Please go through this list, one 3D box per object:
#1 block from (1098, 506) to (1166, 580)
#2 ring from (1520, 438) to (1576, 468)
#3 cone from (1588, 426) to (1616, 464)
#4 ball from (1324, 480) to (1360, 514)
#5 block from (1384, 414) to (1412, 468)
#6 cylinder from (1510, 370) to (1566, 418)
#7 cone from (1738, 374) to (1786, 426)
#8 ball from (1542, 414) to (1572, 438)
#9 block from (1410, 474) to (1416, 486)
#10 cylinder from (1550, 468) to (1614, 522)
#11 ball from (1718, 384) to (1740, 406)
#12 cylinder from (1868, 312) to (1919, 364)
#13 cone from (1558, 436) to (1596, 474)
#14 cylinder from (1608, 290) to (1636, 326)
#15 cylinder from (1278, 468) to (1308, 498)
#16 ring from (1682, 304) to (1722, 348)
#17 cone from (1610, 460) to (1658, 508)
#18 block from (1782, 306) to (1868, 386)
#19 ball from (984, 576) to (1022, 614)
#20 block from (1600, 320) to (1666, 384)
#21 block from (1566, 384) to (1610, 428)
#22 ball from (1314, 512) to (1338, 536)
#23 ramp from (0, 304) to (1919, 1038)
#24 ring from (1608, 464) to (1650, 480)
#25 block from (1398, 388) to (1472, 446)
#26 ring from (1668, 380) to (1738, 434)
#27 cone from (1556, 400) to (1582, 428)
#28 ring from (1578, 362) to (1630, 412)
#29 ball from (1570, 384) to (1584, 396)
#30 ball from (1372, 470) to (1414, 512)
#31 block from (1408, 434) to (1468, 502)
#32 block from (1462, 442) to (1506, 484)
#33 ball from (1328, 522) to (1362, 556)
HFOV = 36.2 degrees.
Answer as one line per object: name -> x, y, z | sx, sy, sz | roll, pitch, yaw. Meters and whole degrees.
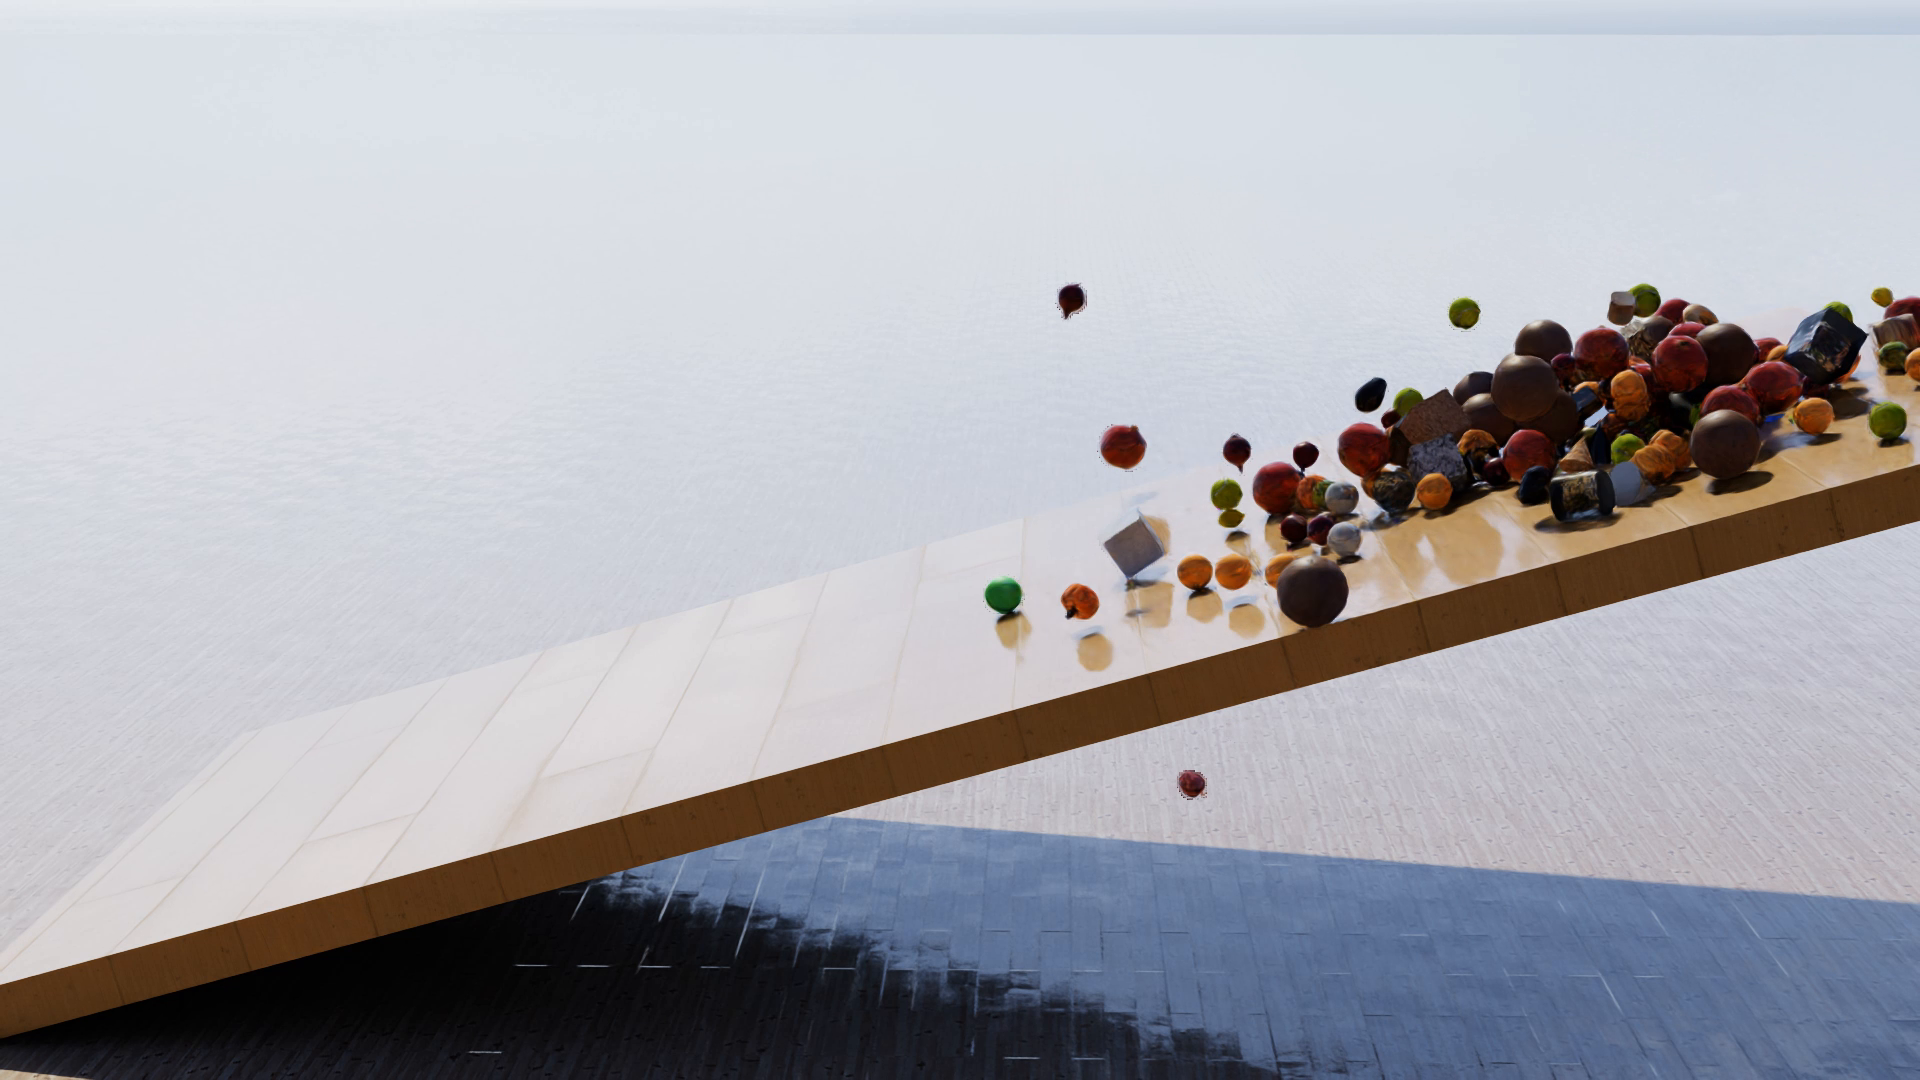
block -> 0.362, 0.005, 6.197 | 0.096, 0.096, 0.096 | -35, 15, 8
ring -> 1.226, -0.183, 6.132 | 0.119, 0.040, 0.119 | -15, 9, 3
cone -> 1.294, -0.199, 5.955 | 0.074, 0.074, 0.074 | -1, 12, 0
ball -> 0.805, -0.089, 6.195 | 0.072, 0.072, 0.072 | 0, 10, 0
block -> 0.983, -0.211, 6.411 | 0.081, 0.081, 0.081 | 24, 30, 15
cylinder -> 1.294, -0.327, 6.591 | 0.087, 0.087, 0.087 | -9, -6, -41
cone -> 1.609, -0.291, 5.941 | 0.096, 0.096, 0.096 | -16, 9, 3
ball -> 1.278, -0.239, 6.292 | 0.063, 0.063, 0.063 | 0, 10, 0
block -> 0.997, -0.149, 6.265 | 0.056, 0.056, 0.056 | -20, 10, -23
cylinder -> 1.165, -0.083, 5.510 | 0.090, 0.090, 0.090 | -9, 3, 37
ball -> 1.579, -0.290, 6.079 | 0.065, 0.065, 0.065 | 0, 10, 0
cylinder -> 1.953, -0.422, 6.146 | 0.087, 0.087, 0.087 | -15, 9, 8
cone -> 1.217, -0.174, 5.768 | 0.072, 0.072, 0.072 | 14, -20, 5
cylinder -> 1.348, -0.473, 5.993 | 0.051, 0.051, 0.051 | 0, 44, 0
cylinder -> 0.740, -0.126, 6.526 | 0.061, 0.061, 0.061 | 0, 4, -1
ring -> 1.707, -0.492, 6.763 | 0.114, 0.114, 0.038 | -10, -21, -43
cone -> 1.286, -0.099, 5.551 | 0.089, 0.089, 0.089 | 9, 5, -30
block -> 1.732, -0.388, 5.889 | 0.099, 0.099, 0.099 | 34, -20, -7
ball -> 0.092, 0.115, 6.195 | 0.078, 0.078, 0.078 | 0, 10, 0
block -> 1.481, -0.413, 6.481 | 0.093, 0.093, 0.093 | -29, 13, 7
block -> 1.294, -0.275, 6.062 | 0.053, 0.053, 0.053 | -38, 33, 14
ball -> 0.752, -0.033, 6.028 | 0.051, 0.051, 0.051 | 0, 10, 0
ramp -> 0.087, 0.188, 6.323 | 4.000, 0.100, 2.000 | -15, 10, 5
ring -> 1.290, -0.126, 5.666 | 0.080, 0.027, 0.080 | 2, -15, 1
block -> 0.991, -0.240, 6.131 | 0.092, 0.092, 0.092 | -29, -17, -23
ring -> 1.508, -0.270, 5.976 | 0.141, 0.047, 0.141 | 0, 43, 0
cone -> 1.309, -0.256, 6.430 | 0.071, 0.071, 0.071 | -42, -11, 28
ring -> 1.384, -0.327, 6.319 | 0.045, 0.134, 0.134 | -44, 20, -6
ball -> 1.398, -0.324, 6.600 | 0.055, 0.055, 0.055 | 0, 10, 0
ball -> 0.894, -0.100, 6.068 | 0.087, 0.087, 0.087 | 0, 10, 0
block -> 0.984, -0.148, 6.064 | 0.093, 0.093, 0.093 | -17, -22, -1
block -> 1.091, -0.159, 6.139 | 0.061, 0.061, 0.061 | -17, 7, 35
ball -> 0.757, -0.002, 5.789 | 0.068, 0.068, 0.068 | 0, 10, 0
